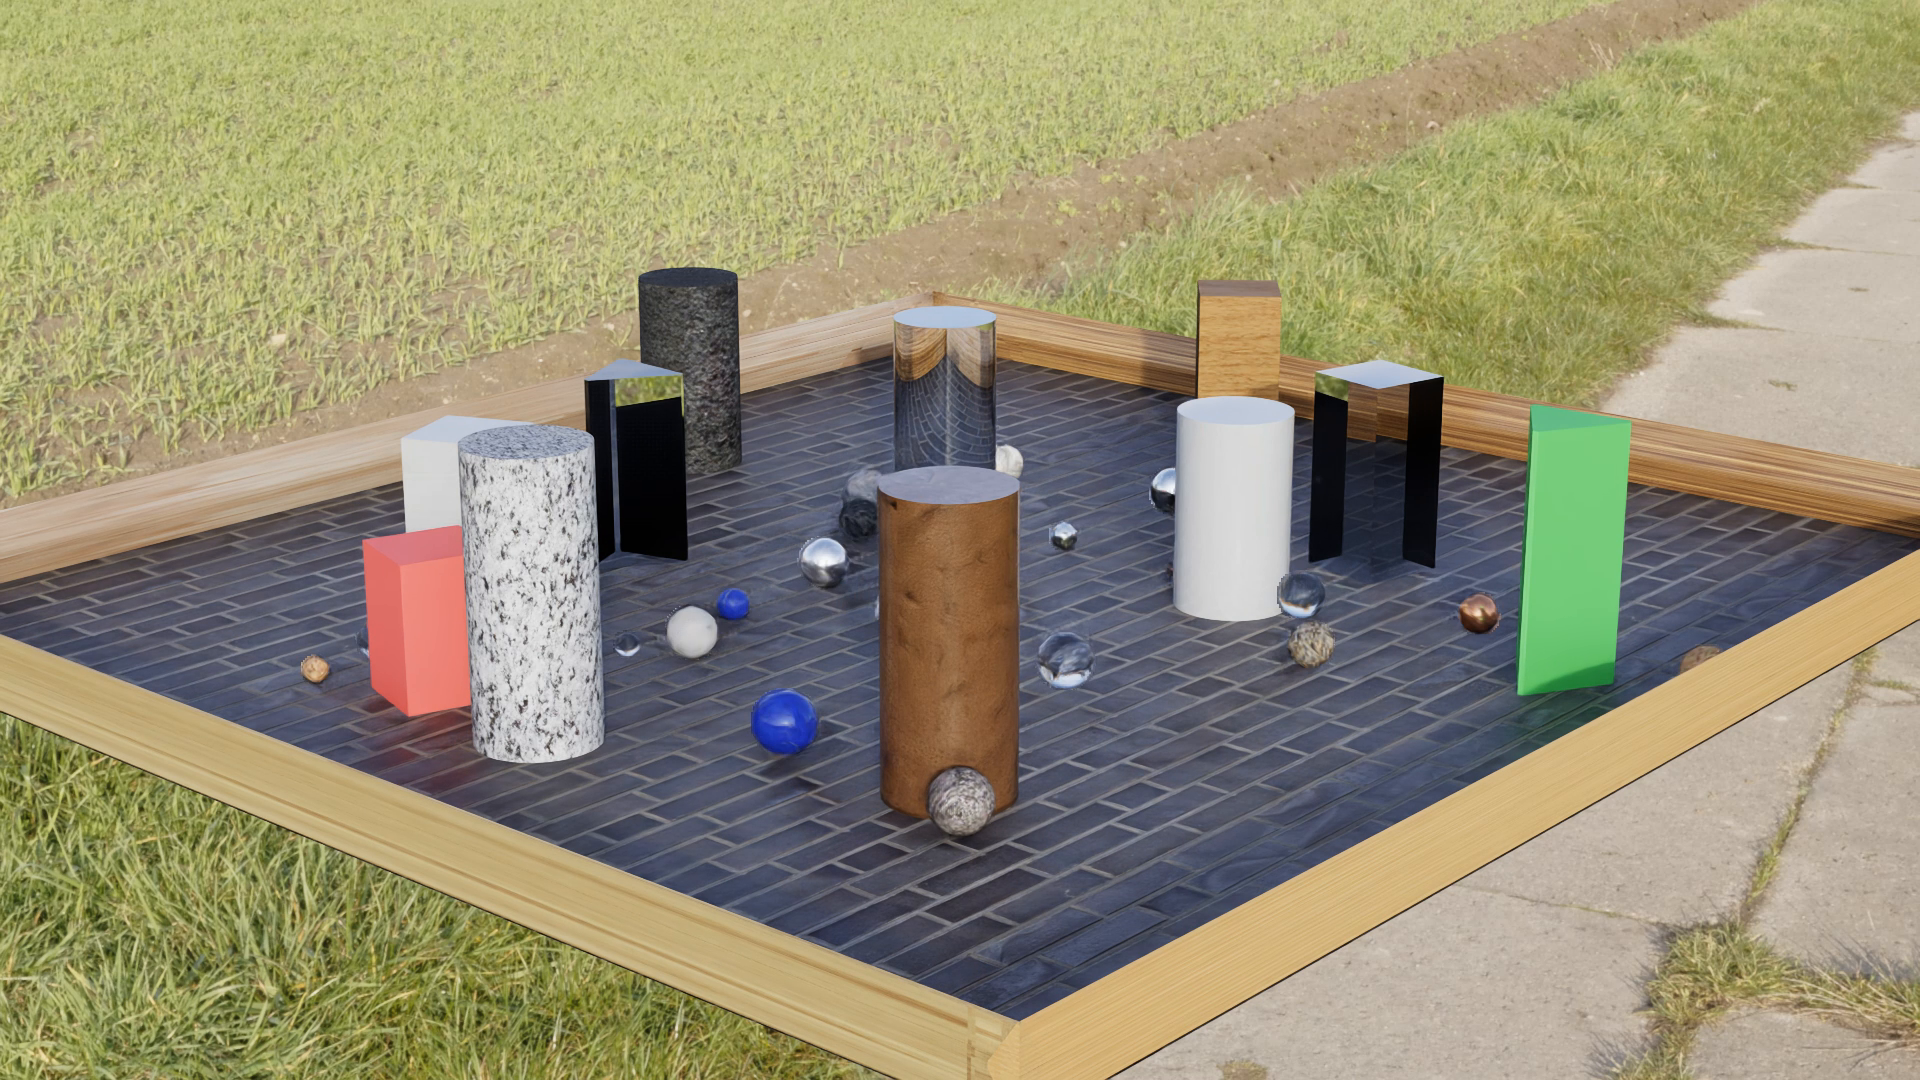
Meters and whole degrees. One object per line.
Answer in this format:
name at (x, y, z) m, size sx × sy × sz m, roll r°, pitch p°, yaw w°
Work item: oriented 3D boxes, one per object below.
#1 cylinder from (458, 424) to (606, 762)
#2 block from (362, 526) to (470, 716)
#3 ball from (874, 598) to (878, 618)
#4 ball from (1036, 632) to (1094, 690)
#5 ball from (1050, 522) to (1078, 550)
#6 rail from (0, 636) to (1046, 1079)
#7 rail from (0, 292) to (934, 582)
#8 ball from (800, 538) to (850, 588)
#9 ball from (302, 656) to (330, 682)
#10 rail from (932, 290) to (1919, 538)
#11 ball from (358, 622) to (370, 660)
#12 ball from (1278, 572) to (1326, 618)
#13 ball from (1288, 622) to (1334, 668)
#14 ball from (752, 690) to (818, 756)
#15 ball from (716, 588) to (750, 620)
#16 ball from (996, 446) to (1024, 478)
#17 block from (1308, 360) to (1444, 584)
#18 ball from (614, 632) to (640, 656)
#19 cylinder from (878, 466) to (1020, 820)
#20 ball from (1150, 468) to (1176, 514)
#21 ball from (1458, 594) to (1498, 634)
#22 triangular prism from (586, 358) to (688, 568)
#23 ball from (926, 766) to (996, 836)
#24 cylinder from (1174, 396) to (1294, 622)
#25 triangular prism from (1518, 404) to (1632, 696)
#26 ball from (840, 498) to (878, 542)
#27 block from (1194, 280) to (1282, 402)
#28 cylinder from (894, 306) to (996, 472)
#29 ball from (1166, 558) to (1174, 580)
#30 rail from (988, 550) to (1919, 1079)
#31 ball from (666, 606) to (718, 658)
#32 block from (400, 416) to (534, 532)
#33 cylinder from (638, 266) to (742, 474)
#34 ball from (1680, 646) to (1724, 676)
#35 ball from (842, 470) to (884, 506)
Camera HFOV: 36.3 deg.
cylinder at (-0.639, 0.079, 4.385) m, size 0.200 × 0.467 × 0.200 m, roll 0°, pitch 17°, yaw 0°
block at (-0.829, 0.125, 4.616) m, size 0.160 × 0.245 × 0.160 m, roll -10°, pitch 19°, yaw -30°
ball at (-0.099, 0.115, 4.921) m, size 0.088 × 0.088 × 0.088 m, roll 0°, pitch 17°, yaw 0°
ball at (0.168, 0.191, 4.662) m, size 0.092 × 0.092 × 0.092 m, roll 0°, pitch 17°, yaw 0°
ball at (0.191, -0.007, 5.394) m, size 0.050 × 0.050 × 0.050 m, roll 0°, pitch 17°, yaw 0°
rail at (-0.923, 0.339, 4.102) m, size 2.660 × 0.130 × 0.045 m, roll 14°, pitch 22°, yaw 39°
rail at (-0.986, -0.214, 5.940) m, size 0.045 × 0.130 × 2.863 m, roll 14°, pitch 22°, yaw 39°
ball at (-0.239, 0.040, 5.172) m, size 0.087 × 0.087 × 0.087 m, roll 0°, pitch 17°, yaw 0°
ball at (-1.031, 0.208, 4.696) m, size 0.041 × 0.041 × 0.041 m, roll 0°, pitch 17°, yaw 0°
rail at (0.923, -0.274, 6.137) m, size 2.660 × 0.130 × 0.045 m, roll 14°, pitch 22°, yaw 39°
ball at (-0.949, 0.163, 4.792) m, size 0.071 × 0.071 × 0.071 m, roll 0°, pitch 17°, yaw 0°
ball at (0.584, 0.094, 5.006) m, size 0.079 × 0.079 × 0.079 m, roll 0°, pitch 17°, yaw 0°
ball at (0.570, 0.170, 4.761) m, size 0.075 × 0.075 × 0.075 m, roll 0°, pitch 17°, yaw 0°
ball at (-0.261, 0.273, 4.380) m, size 0.098 × 0.098 × 0.098 m, roll 0°, pitch 17°, yaw 0°
ball at (-0.387, 0.109, 4.998) m, size 0.055 × 0.055 × 0.055 m, roll 0°, pitch 17°, yaw 0°
ball at (0.090, -0.151, 5.829) m, size 0.075 × 0.075 × 0.075 m, roll 0°, pitch 17°, yaw 0°
block at (0.743, -0.123, 5.248) m, size 0.160 × 0.357 × 0.160 m, roll -12°, pitch 20°, yaw -34°
ball at (-0.547, 0.172, 4.817) m, size 0.040 × 0.040 × 0.040 m, roll 0°, pitch 17°, yaw 0°
cylinder at (-0.015, 0.145, 4.169) m, size 0.200 × 0.465 × 0.200 m, roll 0°, pitch 17°, yaw 0°
ball at (0.408, -0.095, 5.620) m, size 0.087 × 0.087 × 0.087 m, roll 0°, pitch 17°, yaw 0°
ball at (0.872, 0.124, 4.928) m, size 0.066 × 0.066 × 0.066 m, roll 0°, pitch 17°, yaw 0°
triangular prism at (-0.598, -0.143, 5.324) m, size 0.173 × 0.349 × 0.150 m, roll -4°, pitch 17°, yaw -15°
ball at (0.001, 0.364, 4.080) m, size 0.096 × 0.096 × 0.096 m, roll 0°, pitch 17°, yaw 0°
cylinder at (0.470, -0.056, 5.043) m, size 0.200 × 0.345 × 0.200 m, roll 0°, pitch 17°, yaw 0°
triangular prism at (0.941, 0.010, 4.674) m, size 0.173 × 0.431 × 0.150 m, roll -6°, pitch 18°, yaw -20°
ball at (-0.184, -0.038, 5.443) m, size 0.080 × 0.080 × 0.080 m, roll 0°, pitch 17°, yaw 0°
block at (0.557, -0.326, 5.903) m, size 0.160 × 0.367 × 0.160 m, roll 1°, pitch 17°, yaw 2°
cylinder at (-0.029, -0.260, 5.705) m, size 0.200 × 0.355 × 0.200 m, roll 0°, pitch 17°, yaw 0°
ball at (0.388, 0.051, 5.210) m, size 0.044 × 0.044 × 0.044 m, roll 0°, pitch 17°, yaw 0°
rail at (0.986, 0.279, 4.300) m, size 0.045 × 0.130 × 2.863 m, roll 14°, pitch 22°, yaw 39°
ball at (-0.439, 0.151, 4.807) m, size 0.084 × 0.084 × 0.084 m, roll 0°, pitch 17°, yaw 0°
block at (-0.807, -0.008, 4.859) m, size 0.160 × 0.359 × 0.160 m, roll 5°, pitch 18°, yaw 18°
cylinder at (-0.546, -0.345, 5.939) m, size 0.200 × 0.382 × 0.200 m, roll 0°, pitch 17°, yaw 0°
ball at (1.176, 0.209, 4.615) m, size 0.086 × 0.086 × 0.086 m, roll 0°, pitch 17°, yaw 0°
ball at (-0.174, -0.083, 5.560) m, size 0.100 × 0.100 × 0.100 m, roll 0°, pitch 17°, yaw 0°
